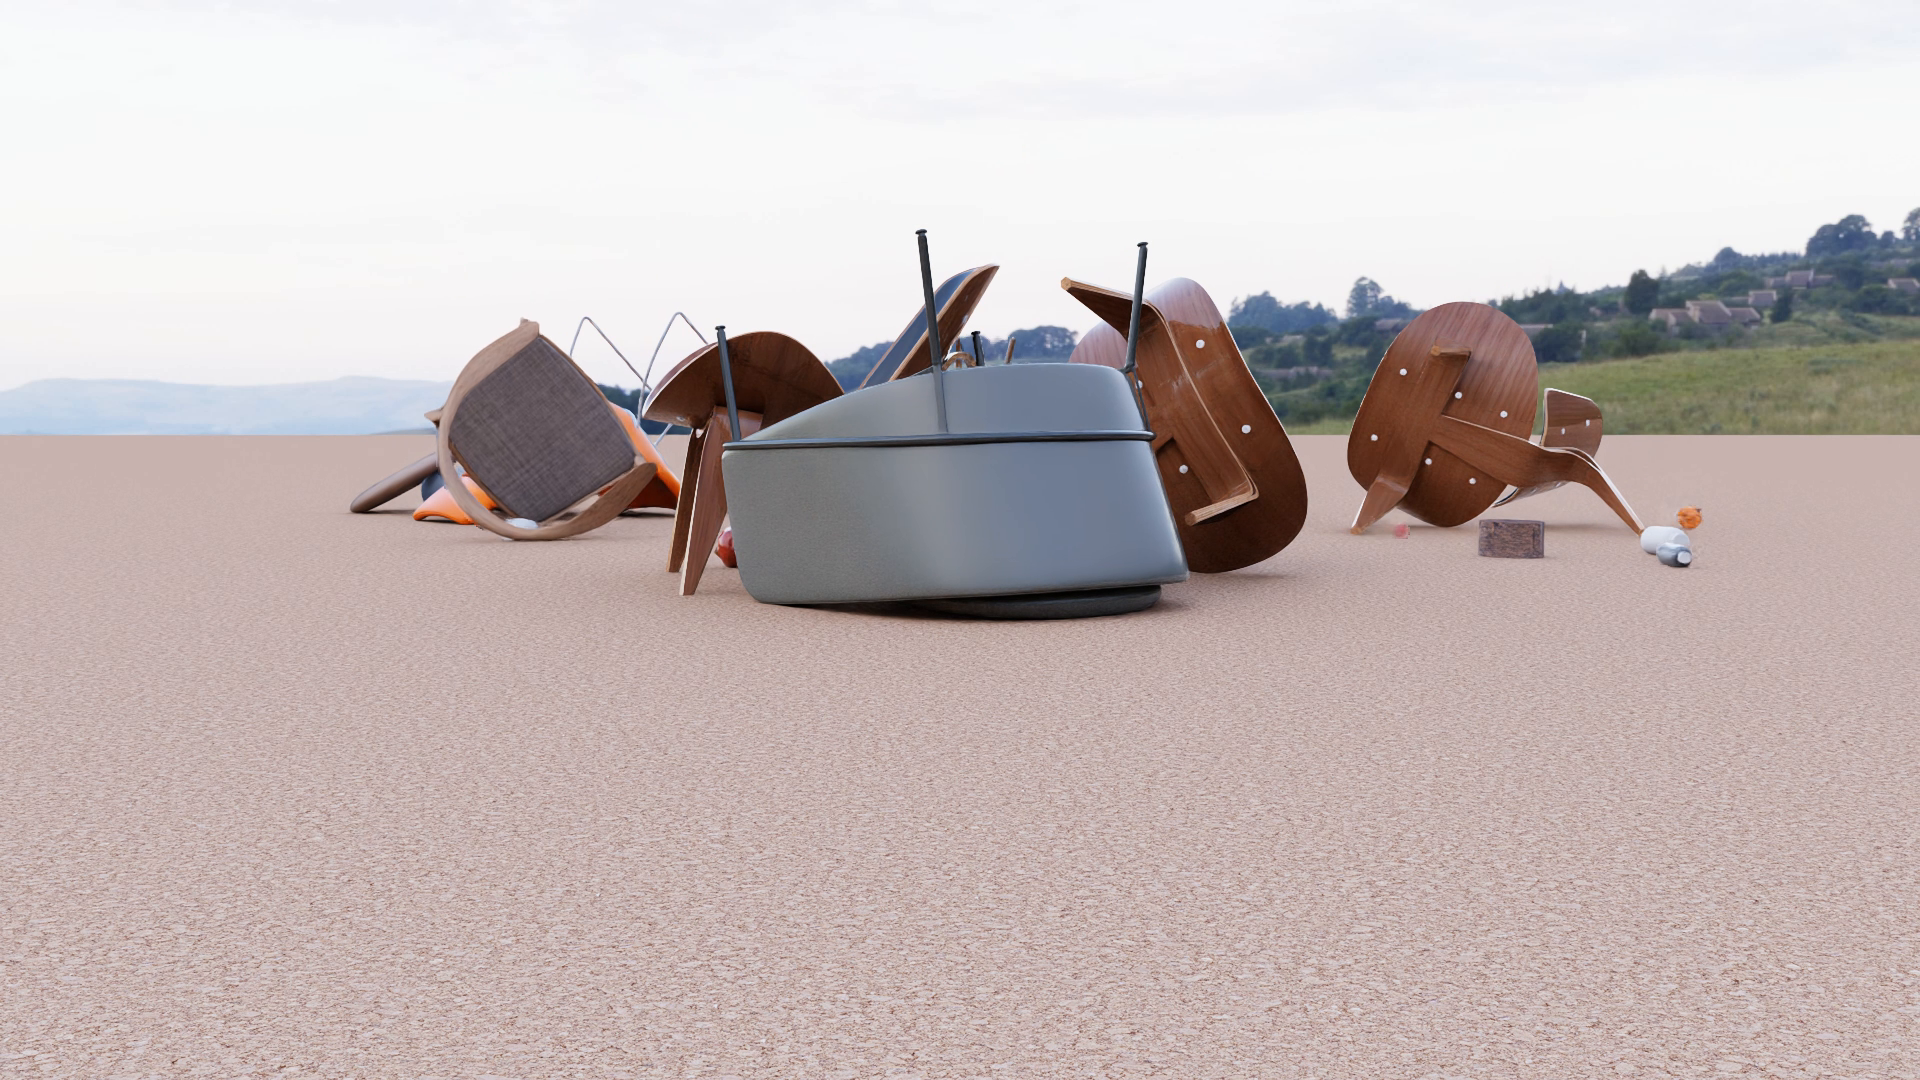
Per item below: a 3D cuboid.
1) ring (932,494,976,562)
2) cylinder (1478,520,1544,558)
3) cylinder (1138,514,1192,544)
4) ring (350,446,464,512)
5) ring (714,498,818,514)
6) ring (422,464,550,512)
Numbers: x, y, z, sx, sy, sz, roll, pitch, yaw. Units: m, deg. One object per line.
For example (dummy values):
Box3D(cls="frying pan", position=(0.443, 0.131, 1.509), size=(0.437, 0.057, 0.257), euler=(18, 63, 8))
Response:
Box3D(cls="ring", position=(-0.015, -0.029, 5.730), size=(0.043, 0.182, 0.180), euler=(14, 40, 28))
Box3D(cls="cylinder", position=(1.481, -0.004, 5.909), size=(0.148, 0.094, 0.186), euler=(-3, 5, -39))
Box3D(cls="cylinder", position=(0.598, -0.034, 6.413), size=(0.133, 0.086, 0.078), euler=(0, 3, 26))
Box3D(cls="ring", position=(-2.018, -0.223, 8.031), size=(0.466, 0.066, 0.436), euler=(-32, 6, -26))
Box3D(cls="ring", position=(-0.706, -0.124, 8.010), size=(0.387, 0.048, 0.168), euler=(-1, 3, -14))
Box3D(cls="ring", position=(-1.735, -0.186, 8.042), size=(0.484, 0.165, 0.405), euler=(-2, 0, 22))
